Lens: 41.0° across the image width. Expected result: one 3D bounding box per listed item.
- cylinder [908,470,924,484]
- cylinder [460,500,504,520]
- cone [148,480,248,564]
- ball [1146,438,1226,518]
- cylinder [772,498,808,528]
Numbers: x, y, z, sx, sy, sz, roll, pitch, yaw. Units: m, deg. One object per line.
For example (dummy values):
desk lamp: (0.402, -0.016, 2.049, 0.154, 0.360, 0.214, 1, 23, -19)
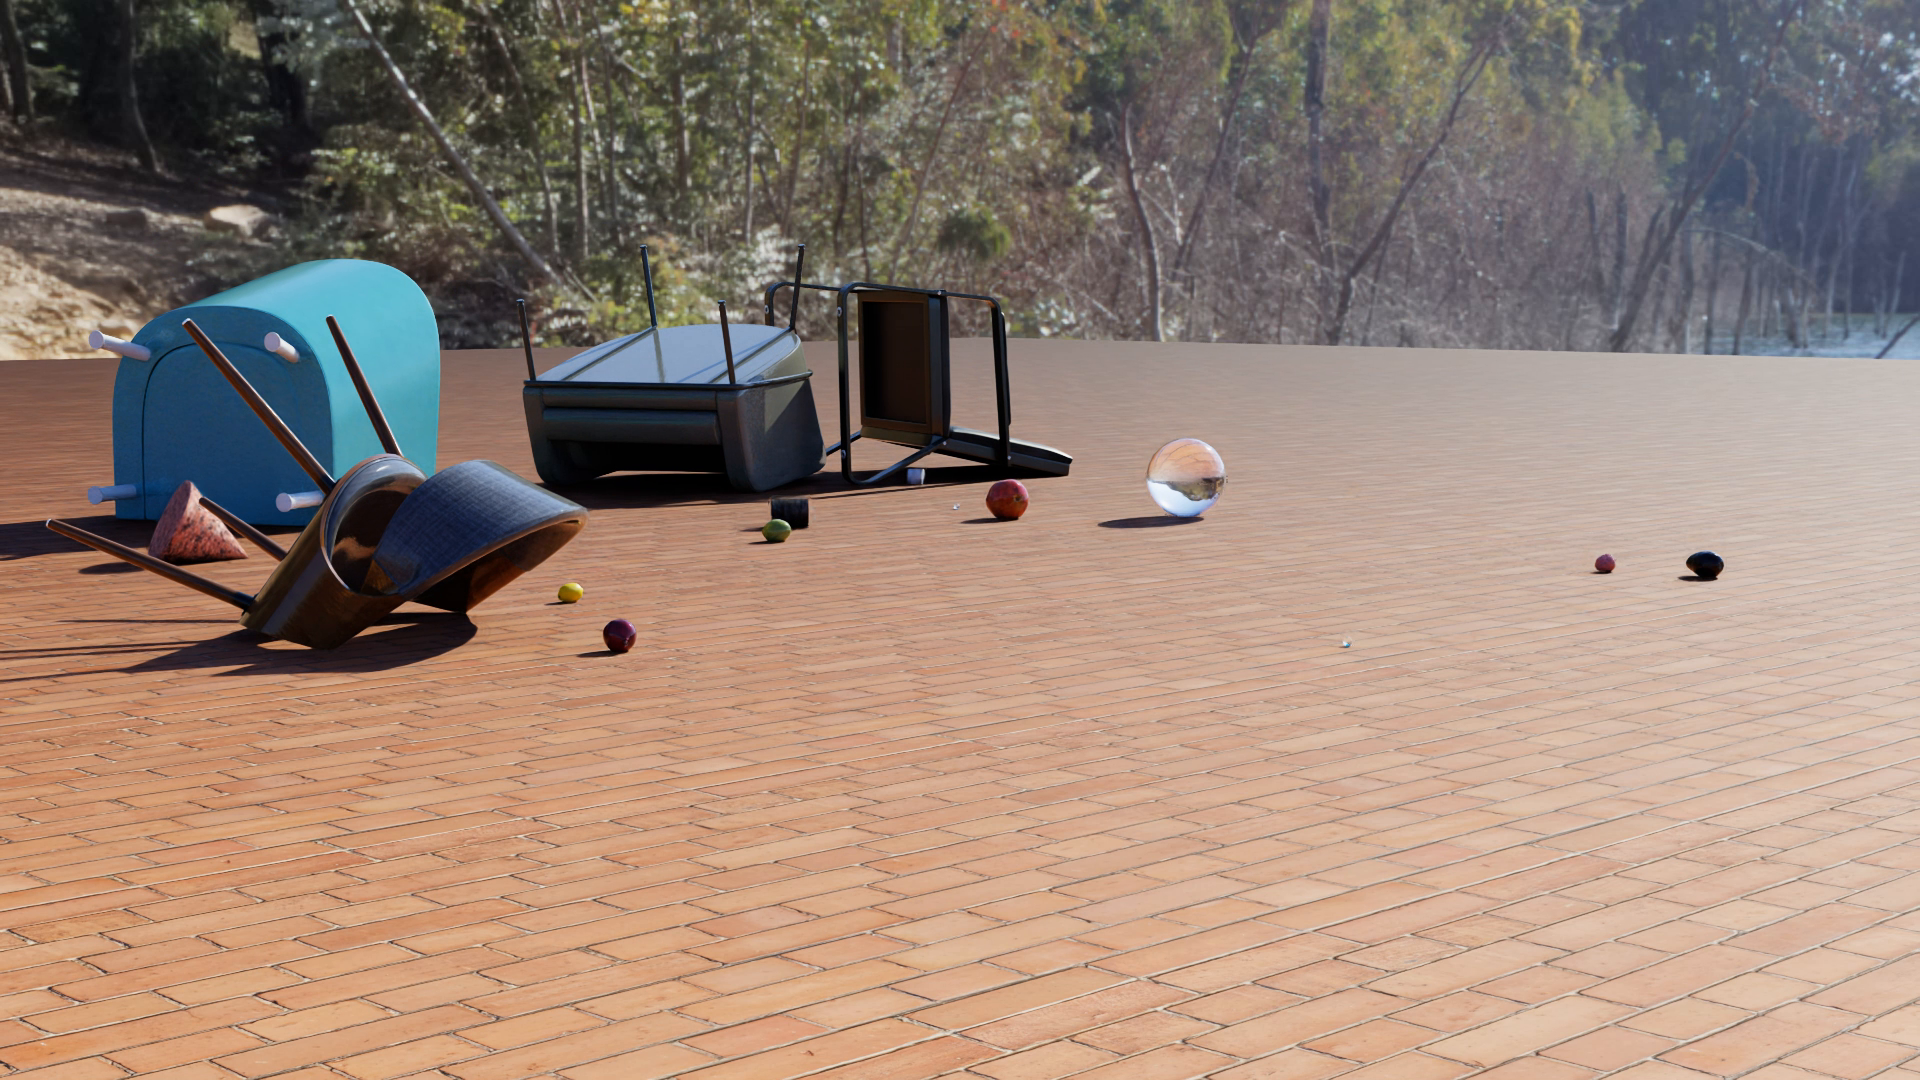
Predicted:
cylinder: (-0.140, -0.200, 8.130, 0.046, 0.045, 0.049, 1, 18, 12)
cylinder: (-1.296, -0.082, 6.957, 0.107, 0.050, 0.054, 2, -15, 23)
cone: (-1.741, 0.000, 5.953, 0.203, 0.212, 0.206, 28, -44, -27)
ball: (0.618, -0.170, 7.009, 0.217, 0.217, 0.217, 0, 6, 0)
cylinder: (-0.448, -0.072, 6.747, 0.096, 0.075, 0.096, 2, 7, -5)
